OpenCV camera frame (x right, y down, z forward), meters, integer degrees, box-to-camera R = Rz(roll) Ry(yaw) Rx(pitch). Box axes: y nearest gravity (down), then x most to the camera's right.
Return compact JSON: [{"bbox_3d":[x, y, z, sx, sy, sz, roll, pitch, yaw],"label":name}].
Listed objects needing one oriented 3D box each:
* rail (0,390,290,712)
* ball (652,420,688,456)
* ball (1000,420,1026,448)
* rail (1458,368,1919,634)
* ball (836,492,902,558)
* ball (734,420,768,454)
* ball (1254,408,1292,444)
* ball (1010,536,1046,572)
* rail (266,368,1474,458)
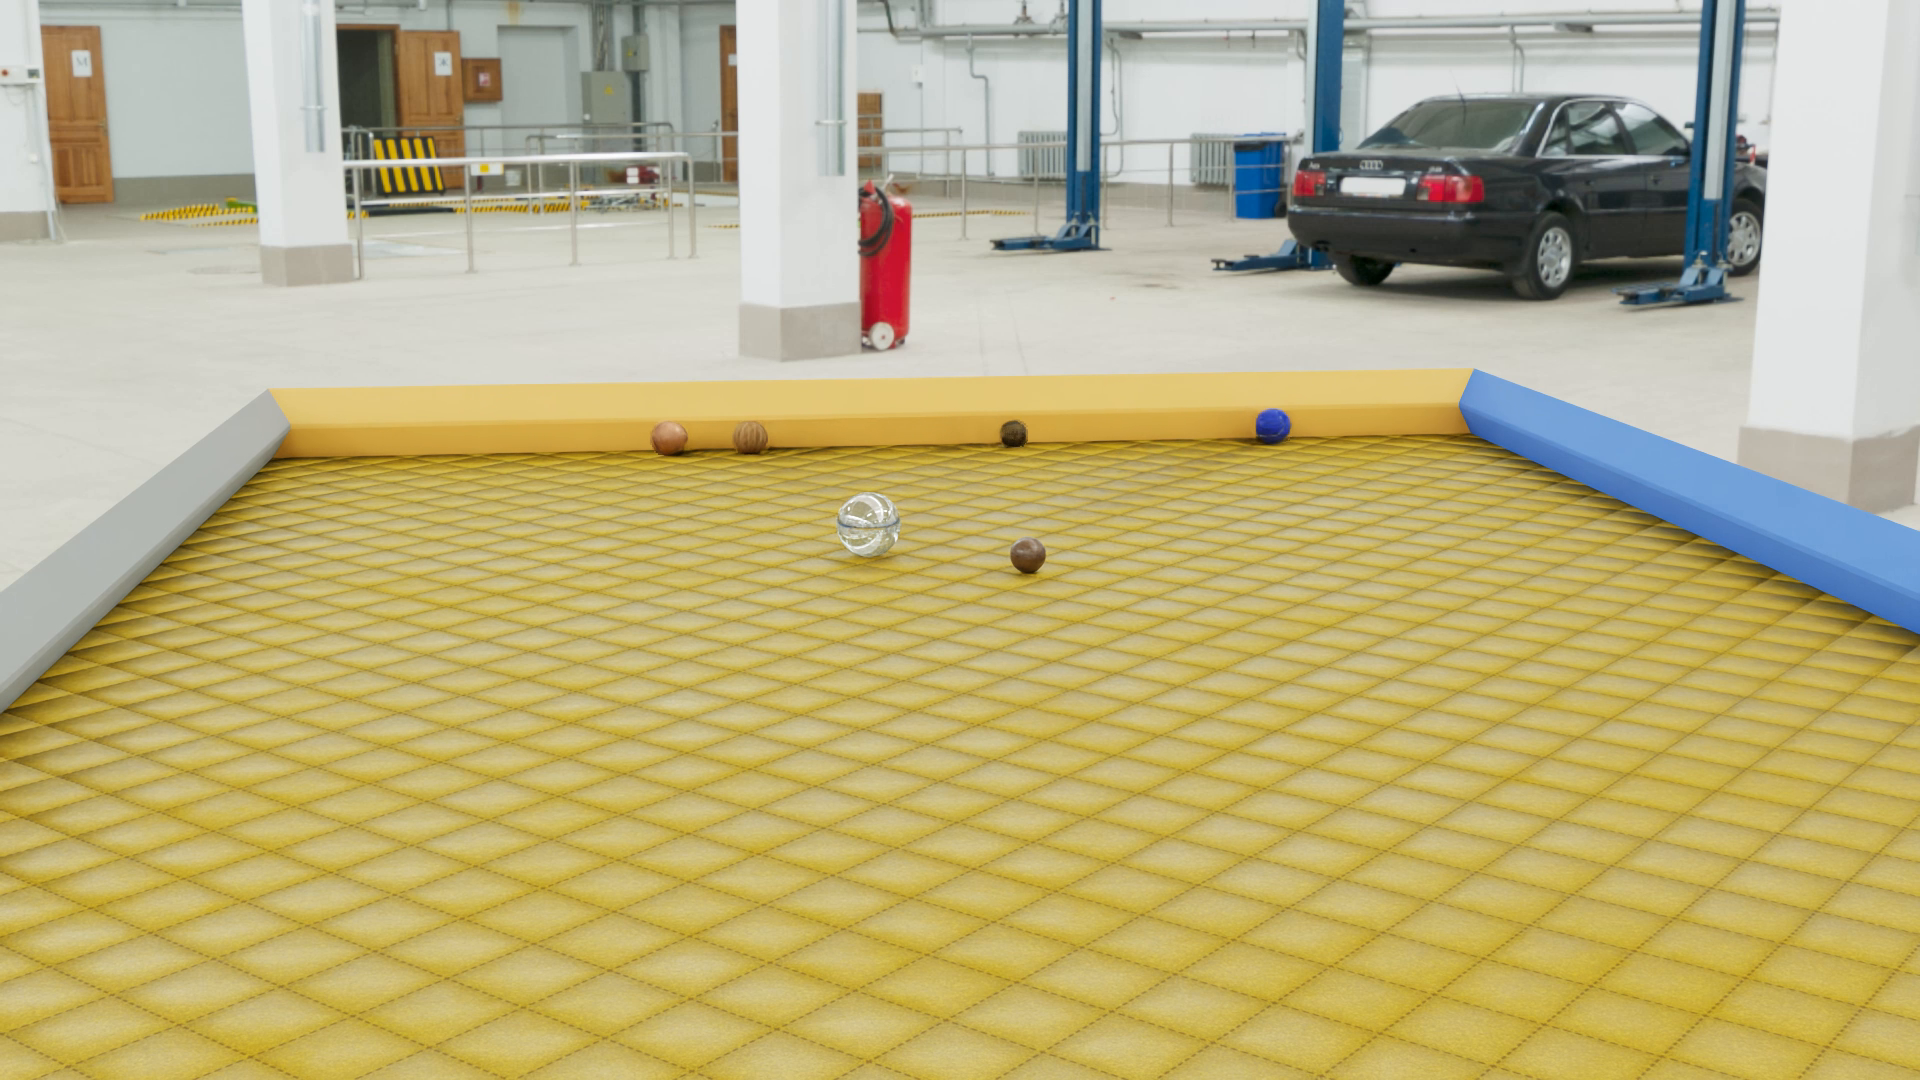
[{"bbox_3d":[-0.982,0.211,2.010,0.045,0.126,4.163,-1,12,-7],"label":"rail"},{"bbox_3d":[-0.535,-0.188,4.059,0.065,0.065,0.065,0,12,0],"label":"ball"},{"bbox_3d":[0.100,-0.201,4.152,0.051,0.051,0.051,0,12,0],"label":"ball"},{"bbox_3d":[1.242,0.153,2.283,0.045,0.126,4.163,-1,12,-7],"label":"rail"},{"bbox_3d":[-0.133,-0.023,3.199,0.095,0.095,0.095,0,12,0],"label":"ball"},{"bbox_3d":[-0.388,-0.190,4.075,0.062,0.062,0.062,0,12,0],"label":"ball"},{"bbox_3d":[0.596,-0.217,4.186,0.069,0.069,0.069,0,12,0],"label":"ball"},{"bbox_3d":[0.096,0.021,3.099,0.052,0.052,0.052,0,12,0],"label":"ball"},{"bbox_3d":[-0.127,-0.239,4.144,2.288,0.126,0.045,-1,12,-7],"label":"rail"}]
